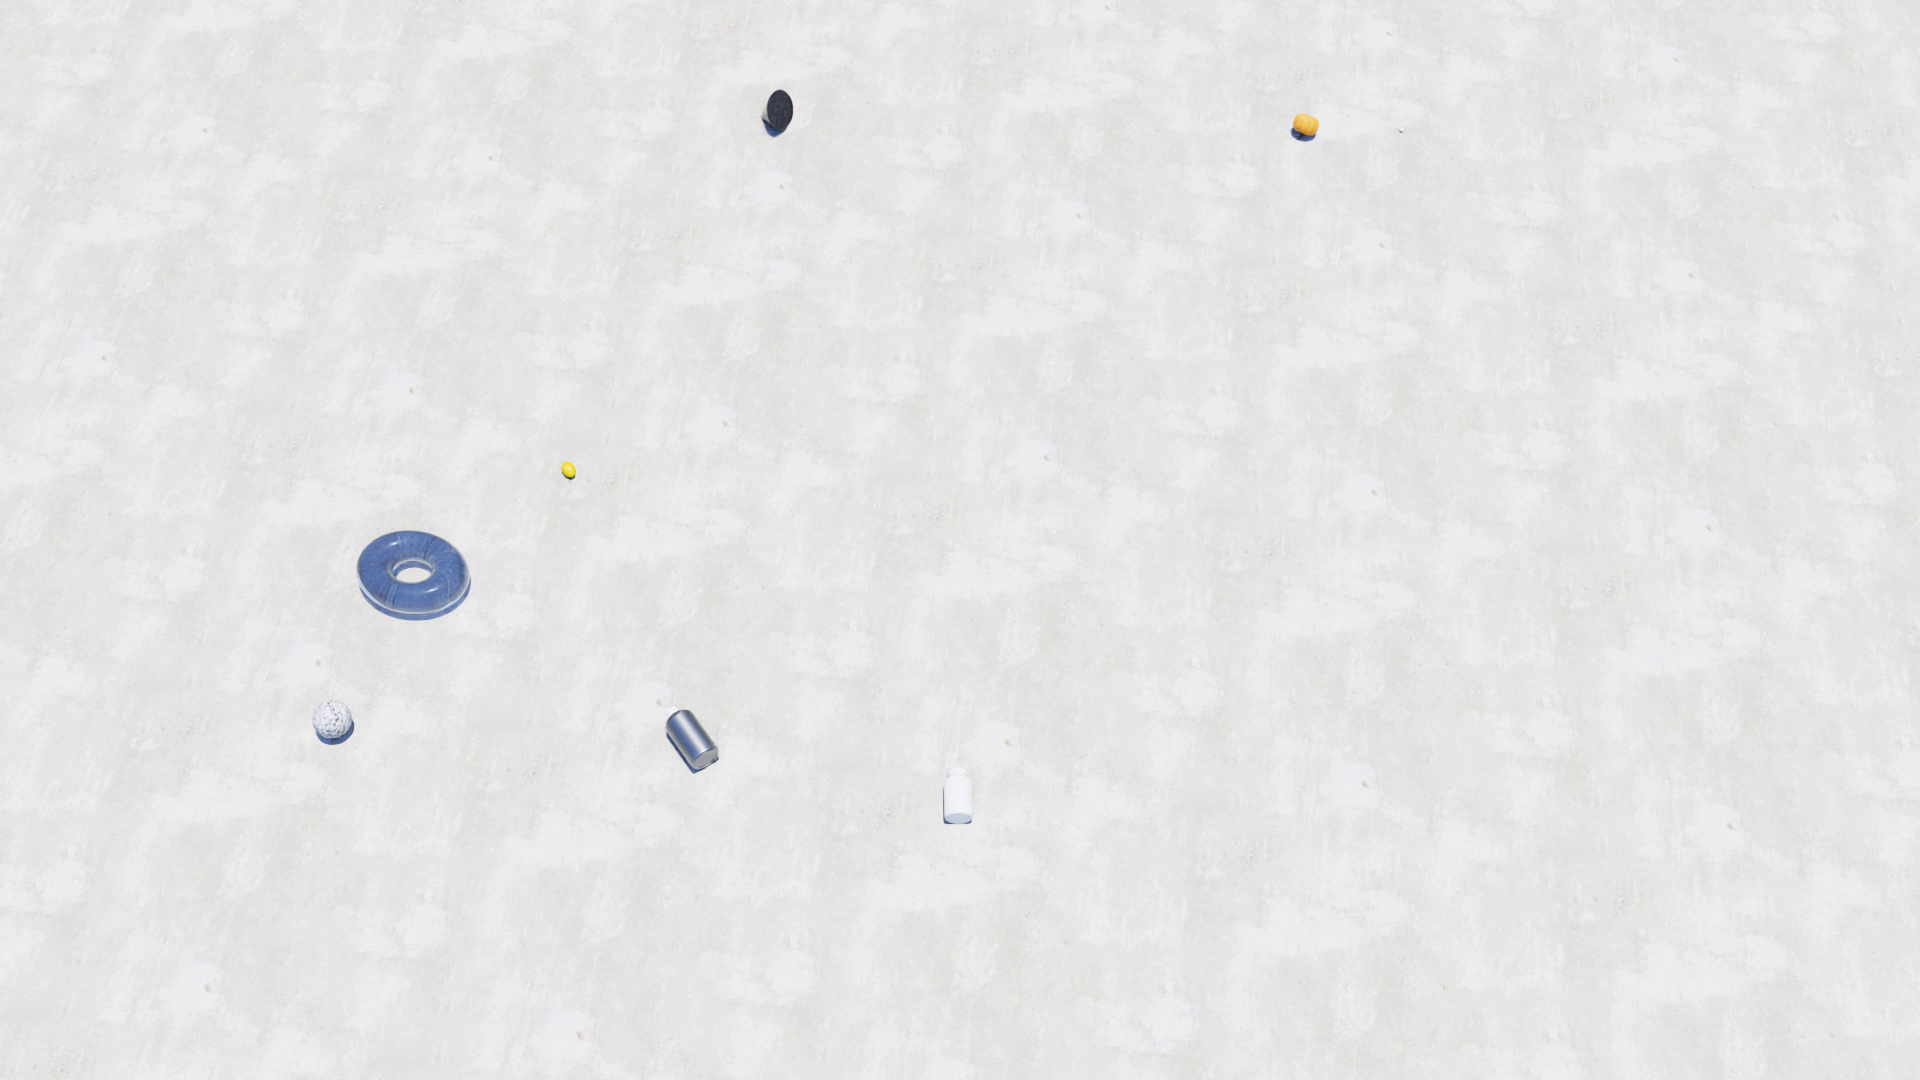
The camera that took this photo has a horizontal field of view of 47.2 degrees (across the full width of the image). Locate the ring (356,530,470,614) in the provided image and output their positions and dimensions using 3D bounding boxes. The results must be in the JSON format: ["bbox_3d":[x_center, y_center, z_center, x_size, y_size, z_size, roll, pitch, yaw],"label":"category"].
[{"bbox_3d":[-1.606,0.093,6.452,0.342,0.100,0.272,16,56,9],"label":"ring"}]

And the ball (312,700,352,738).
[{"bbox_3d":[-1.762,0.503,6.171,0.108,0.108,0.108,0,56,0],"label":"ball"}]

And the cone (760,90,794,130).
[{"bbox_3d":[-0.650,-1.460,7.523,0.091,0.122,0.165,-10,39,35],"label":"cone"}]
